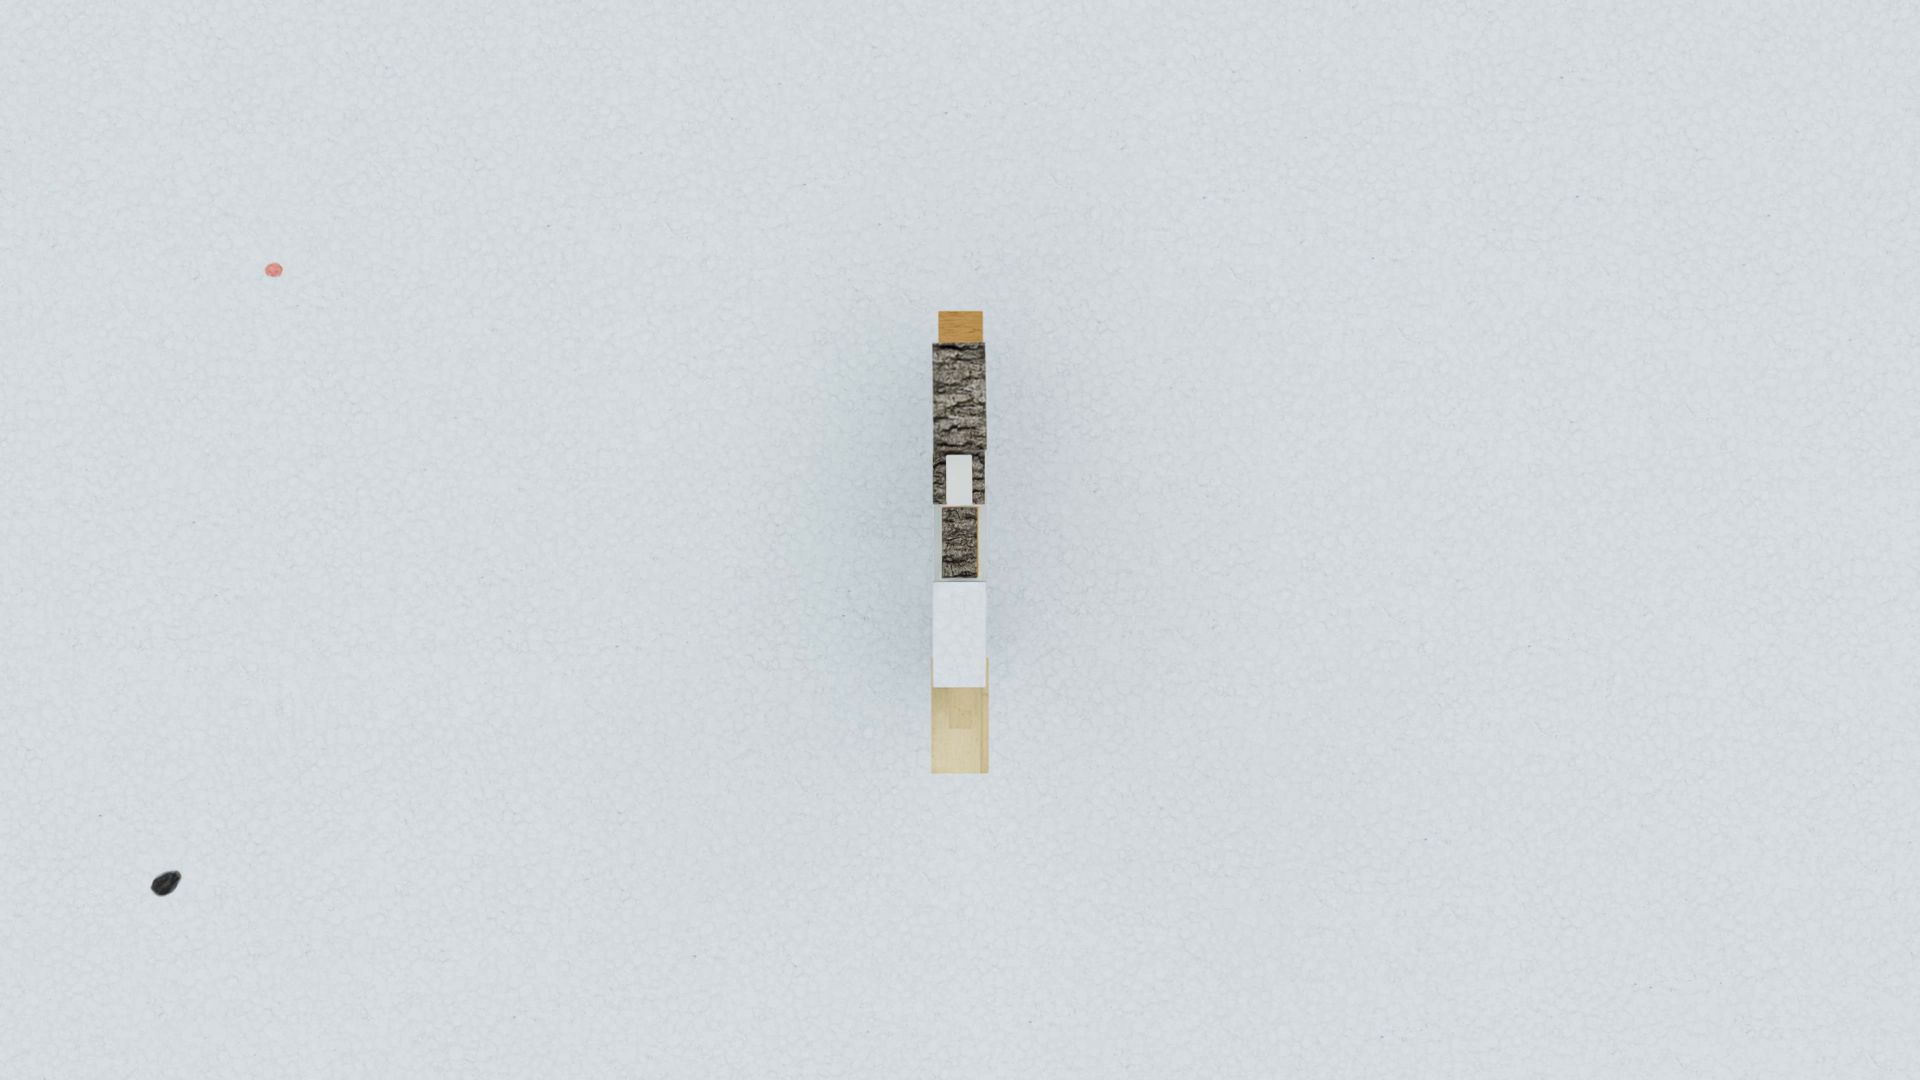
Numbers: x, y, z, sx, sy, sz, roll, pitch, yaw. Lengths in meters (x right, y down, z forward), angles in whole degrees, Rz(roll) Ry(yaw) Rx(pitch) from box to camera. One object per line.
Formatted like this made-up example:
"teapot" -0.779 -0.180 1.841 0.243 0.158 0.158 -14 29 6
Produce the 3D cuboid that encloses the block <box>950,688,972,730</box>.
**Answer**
"block" 0.002 0.468 4.653 0.064 0.018 0.129 0 90 0

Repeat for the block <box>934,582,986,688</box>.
"block" -0.001 0.256 4.485 0.143 0.040 0.285 0 90 0

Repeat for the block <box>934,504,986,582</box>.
"block" 0.002 -0.003 5.148 0.164 0.047 0.329 0 90 0

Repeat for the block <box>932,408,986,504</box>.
"block" -0.004 -0.256 4.799 0.152 0.043 0.304 0 90 0

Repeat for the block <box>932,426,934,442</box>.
"block" -0.002 -0.292 4.633 0.144 0.289 0.041 0 90 0

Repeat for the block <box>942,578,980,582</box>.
"block" 0.004 0.227 4.887 0.111 0.031 0.222 0 90 0

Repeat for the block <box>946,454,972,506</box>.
"block" -0.002 -0.167 4.625 0.071 0.020 0.142 -1 90 0

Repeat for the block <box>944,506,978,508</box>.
"block" 0.003 0.006 4.900 0.105 0.030 0.210 0 90 0

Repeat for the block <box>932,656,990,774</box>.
"block" 0.000 0.511 4.815 0.168 0.048 0.336 0 90 0

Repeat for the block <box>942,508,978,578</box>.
"block" -0.002 0.008 4.672 0.100 0.028 0.200 0 90 0

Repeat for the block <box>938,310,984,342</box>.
"block" 0.002 -0.547 4.909 0.133 0.038 0.265 0 90 0

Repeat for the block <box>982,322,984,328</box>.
"block" 0.003 -0.635 5.214 0.133 0.572 0.038 0 90 0

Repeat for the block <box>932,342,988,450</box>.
"block" -0.001 -0.389 4.468 0.144 0.041 0.289 -1 90 0
